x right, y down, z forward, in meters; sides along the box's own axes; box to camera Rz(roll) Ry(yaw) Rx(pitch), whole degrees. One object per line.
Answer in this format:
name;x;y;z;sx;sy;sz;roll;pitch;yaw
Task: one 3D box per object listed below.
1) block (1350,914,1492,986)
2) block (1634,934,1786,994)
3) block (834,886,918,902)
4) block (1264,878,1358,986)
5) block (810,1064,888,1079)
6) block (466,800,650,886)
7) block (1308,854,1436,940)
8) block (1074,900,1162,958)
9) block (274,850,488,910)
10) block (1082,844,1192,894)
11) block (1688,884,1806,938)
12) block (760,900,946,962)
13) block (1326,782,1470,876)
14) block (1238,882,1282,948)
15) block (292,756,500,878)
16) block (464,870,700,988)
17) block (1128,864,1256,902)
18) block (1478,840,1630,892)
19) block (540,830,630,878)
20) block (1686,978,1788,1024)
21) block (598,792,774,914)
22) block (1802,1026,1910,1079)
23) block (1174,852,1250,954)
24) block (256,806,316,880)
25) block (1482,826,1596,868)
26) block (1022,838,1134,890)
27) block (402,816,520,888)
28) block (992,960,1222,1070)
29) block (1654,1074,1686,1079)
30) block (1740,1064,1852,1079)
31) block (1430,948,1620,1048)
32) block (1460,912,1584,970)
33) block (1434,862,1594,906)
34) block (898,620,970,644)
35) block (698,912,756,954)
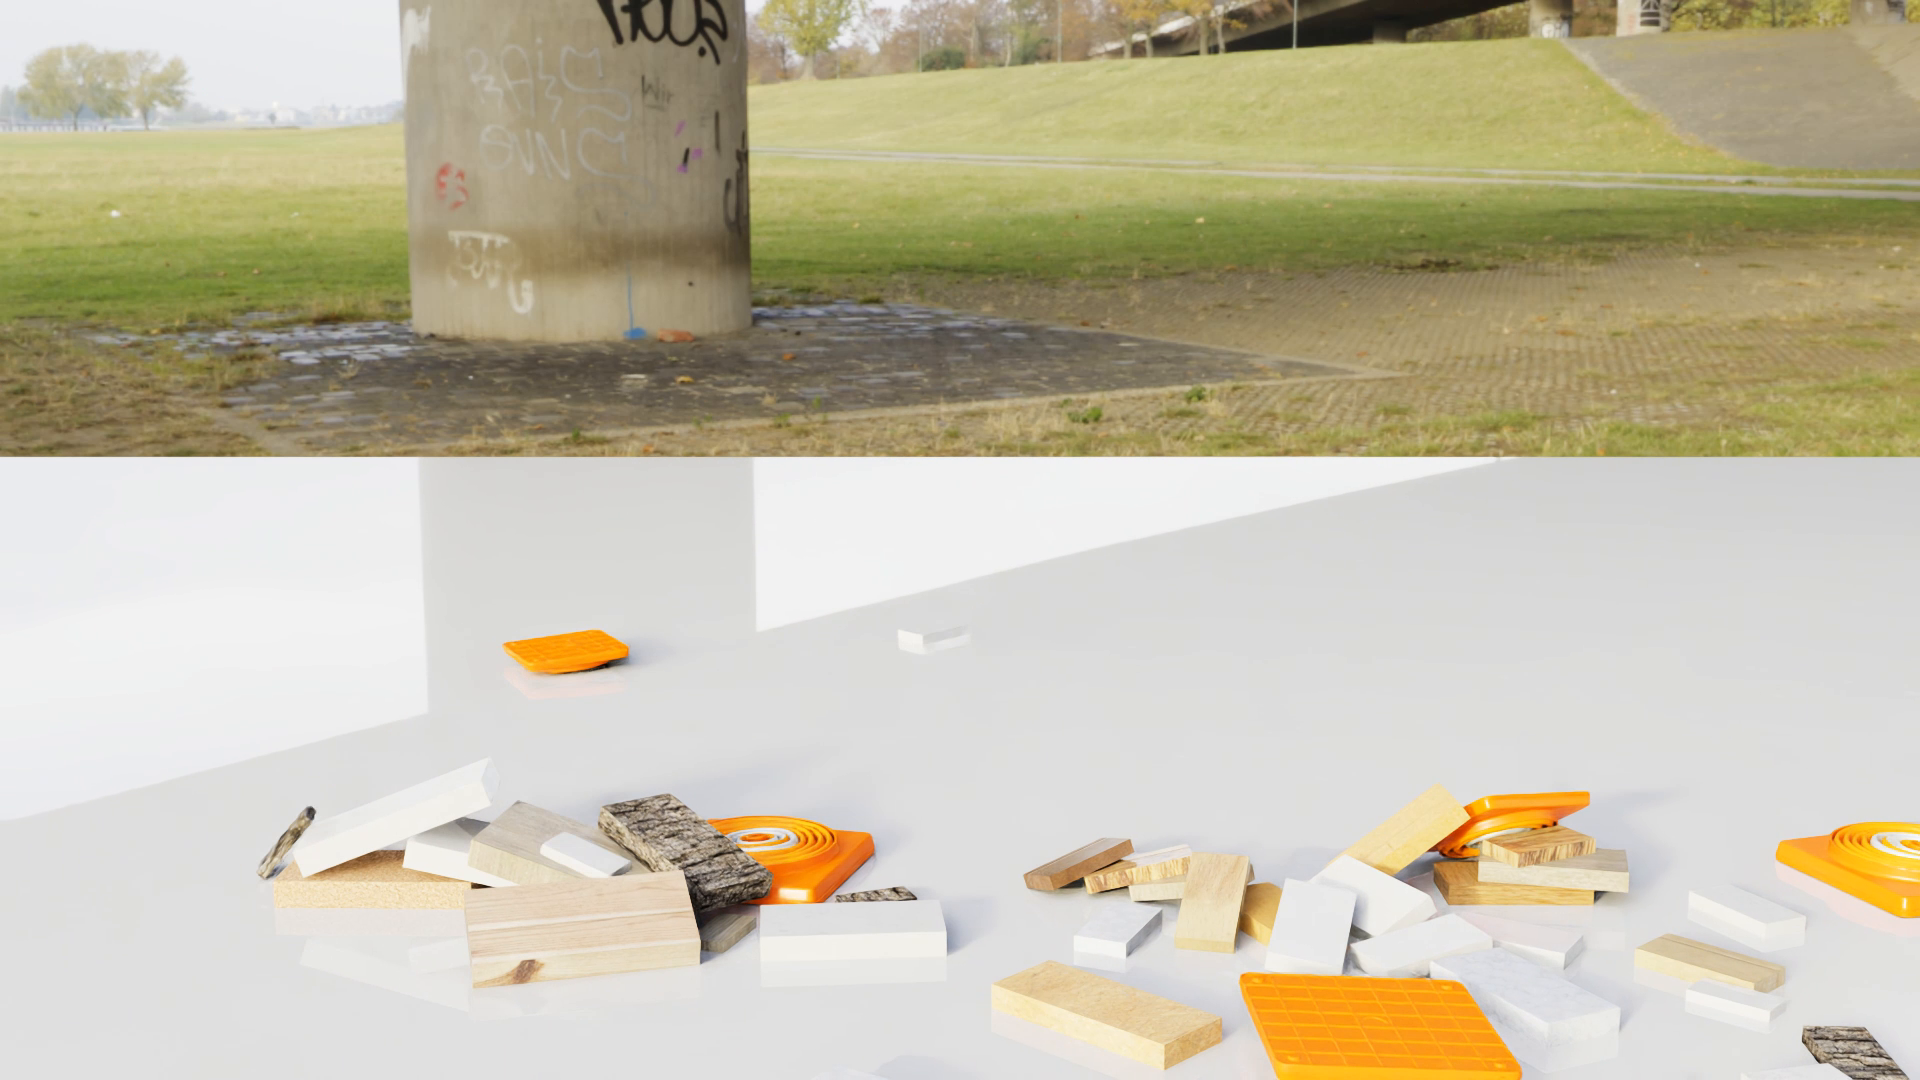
block;0.701;0.622;3.344;0.193;0.027;0.096;-12;18;-23
block;1.129;0.642;3.314;0.096;0.027;0.193;-10;14;-42
block;-0.138;0.593;3.607;0.121;0.017;0.061;-4;11;-22
block;0.541;0.600;3.379;0.112;0.032;0.225;11;23;12
block;-0.183;0.740;2.750;0.143;0.040;0.285;7;13;33
block;-0.607;0.530;3.578;0.338;0.048;0.169;18;19;10
block;0.645;0.578;3.514;0.112;0.032;0.225;-33;22;-17
block;0.251;0.614;3.472;0.086;0.024;0.171;5;12;24
block;-0.958;0.566;3.673;0.325;0.046;0.162;0;11;1
block;0.298;0.550;3.682;0.184;0.026;0.092;-12;4;-1
block;1.271;0.599;3.555;0.085;0.024;0.169;-5;12;-24
block;-0.169;0.611;3.444;0.285;0.040;0.143;-1;11;-5
block;0.728;0.504;3.667;0.238;0.034;0.119;-37;11;3
block;0.502;0.603;3.511;0.113;0.032;0.225;-4;11;-23
block;-0.937;0.461;3.674;0.325;0.046;0.162;-21;10;-3
block;-0.580;0.593;3.365;0.338;0.048;0.169;-3;32;-16
block;0.381;0.563;3.617;0.185;0.026;0.092;-10;3;35
block;0.985;0.541;3.657;0.238;0.034;0.119;3;11;14
block;-0.602;0.511;3.535;0.129;0.018;0.064;21;20;18
block;1.128;0.669;3.198;0.124;0.018;0.062;9;14;41
block;-0.452;0.510;3.610;0.143;0.040;0.285;-6;28;-45
block;1.213;0.706;2.978;0.085;0.024;0.184;1;11;3
block;0.400;0.571;3.474;0.092;0.026;0.184;3;38;15
block;-1.153;0.517;3.764;0.018;0.129;0.064;39;2;-14
block;0.965;0.510;3.665;0.169;0.024;0.085;-6;12;-27
block;0.200;0.544;3.701;0.171;0.024;0.086;-20;5;-30
block;-0.744;0.531;3.666;0.325;0.046;0.162;12;11;-2
block;0.205;0.672;3.127;0.317;0.037;0.130;10;14;42
block;0.949;0.732;2.857;0.062;0.018;0.124;-4;11;-21
block;1.117;0.737;2.777;0.130;0.037;0.260;-3;11;-13
block;0.815;0.661;3.188;0.130;0.037;0.260;-5;12;-25
block;0.859;0.622;3.420;0.193;0.027;0.096;7;12;32
block;0.922;0.573;3.669;0.238;0.034;0.119;0;11;0
block;-0.063;0.231;5.535;0.085;0.024;0.171;10;14;43
block;-0.374;0.619;3.466;0.061;0.017;0.121;4;11;19
